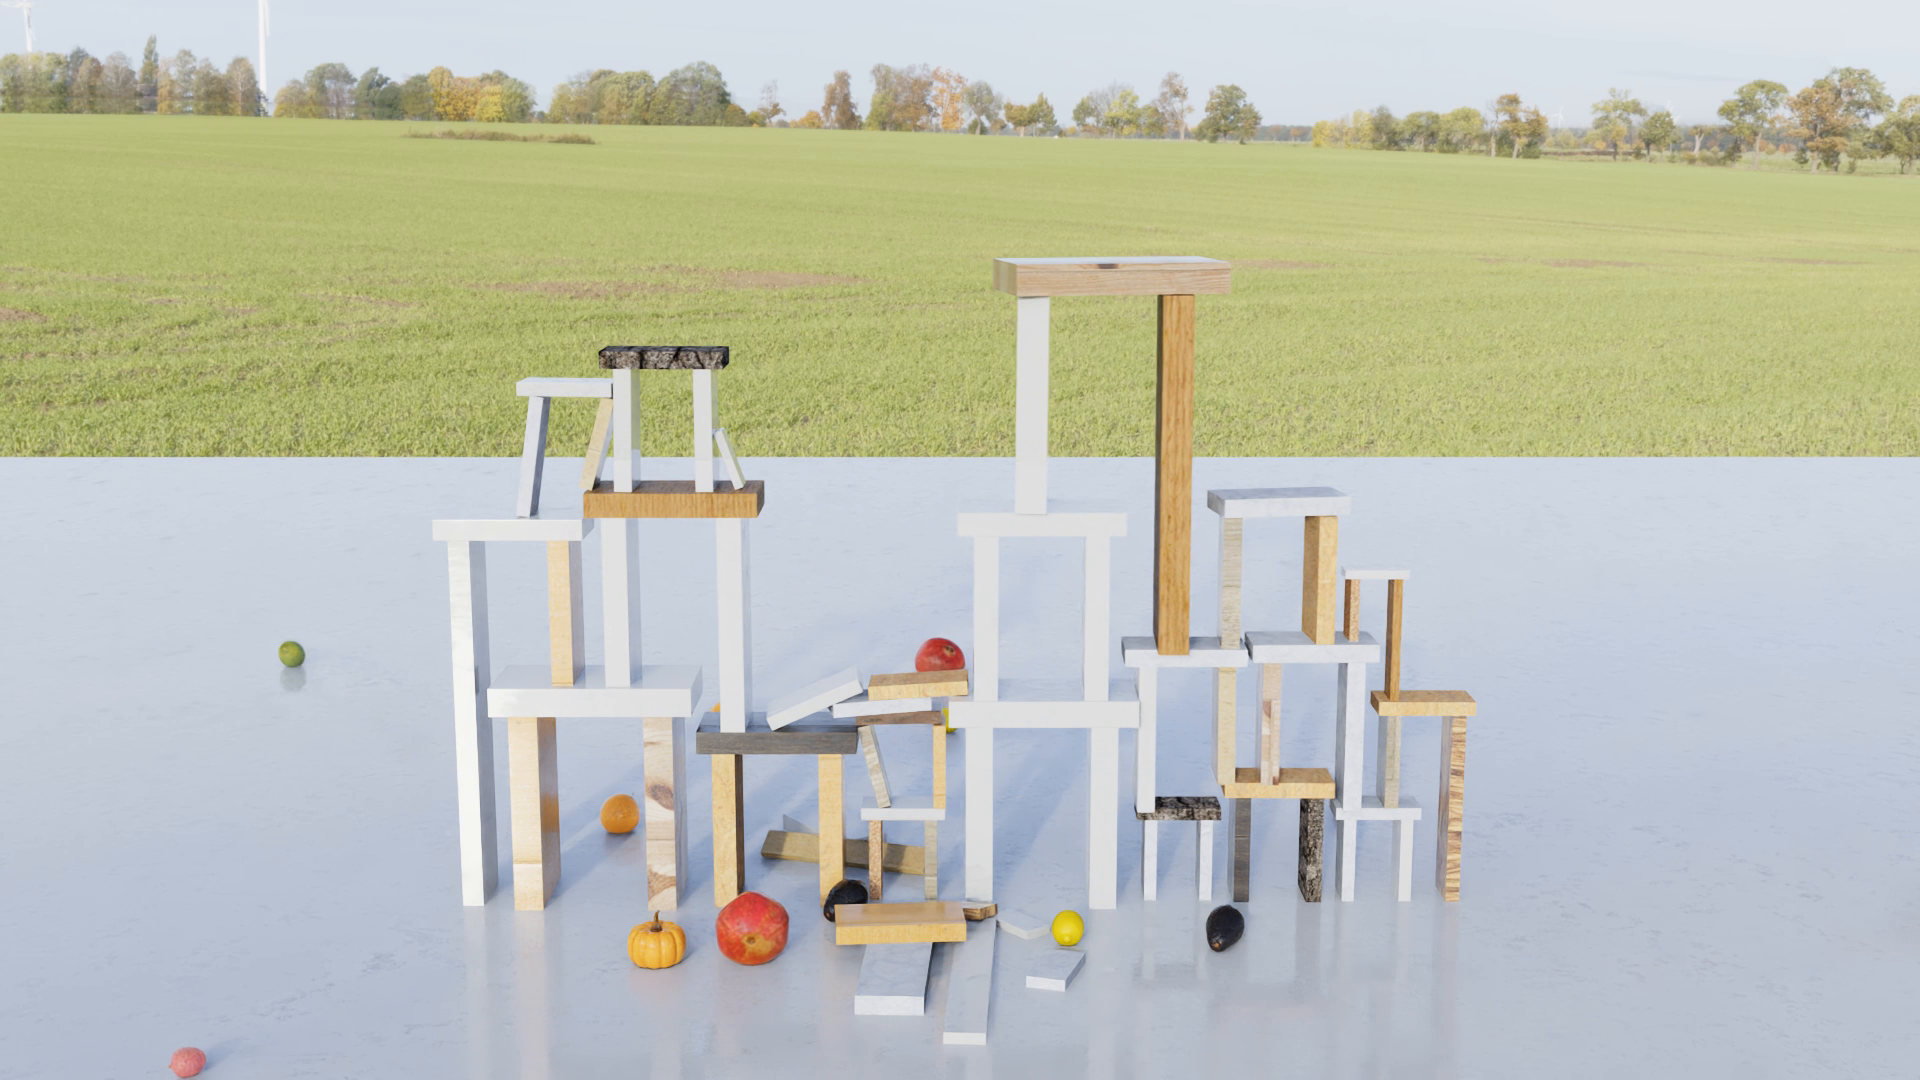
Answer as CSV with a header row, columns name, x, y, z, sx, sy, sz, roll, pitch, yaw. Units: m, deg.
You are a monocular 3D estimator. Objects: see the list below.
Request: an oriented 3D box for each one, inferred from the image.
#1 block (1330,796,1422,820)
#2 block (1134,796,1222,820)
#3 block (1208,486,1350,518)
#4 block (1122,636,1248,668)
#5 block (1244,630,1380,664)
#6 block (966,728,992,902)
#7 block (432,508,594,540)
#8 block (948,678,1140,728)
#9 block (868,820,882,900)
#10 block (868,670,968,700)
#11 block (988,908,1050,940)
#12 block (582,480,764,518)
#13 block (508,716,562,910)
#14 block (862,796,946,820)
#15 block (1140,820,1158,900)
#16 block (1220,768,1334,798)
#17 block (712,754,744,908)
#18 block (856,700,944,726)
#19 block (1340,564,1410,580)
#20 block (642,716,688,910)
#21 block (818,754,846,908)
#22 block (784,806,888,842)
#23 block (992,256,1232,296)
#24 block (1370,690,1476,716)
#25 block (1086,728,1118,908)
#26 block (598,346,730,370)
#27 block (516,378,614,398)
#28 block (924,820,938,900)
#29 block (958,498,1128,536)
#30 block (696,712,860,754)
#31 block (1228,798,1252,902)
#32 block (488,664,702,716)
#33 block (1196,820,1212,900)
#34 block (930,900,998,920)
name,x,y,z,sx,sy,sz,roll,pitch,yaw
block,0.687,0.443,3.641,0.140,0.020,0.070,0,11,0
block,0.360,0.445,3.644,0.138,0.020,0.069,0,11,0
block,0.515,-0.061,3.560,0.208,0.029,0.104,-2,11,-9
block,0.365,0.182,3.590,0.197,0.028,0.099,0,11,0
block,0.573,0.174,3.589,0.204,0.029,0.102,0,11,-1
block,0.031,0.439,3.644,0.043,0.306,0.153,0,11,0
block,-0.720,-0.026,3.556,0.238,0.034,0.119,0,11,0
block,0.135,0.267,3.612,0.306,0.043,0.153,0,11,0
block,-0.140,0.522,3.660,0.020,0.138,0.069,0,11,0
block,-0.067,0.237,3.609,0.161,0.023,0.081,-3,11,2
block,0.093,0.613,3.509,0.048,0.014,0.096,-8,13,-38
block,-0.459,-0.067,3.552,0.275,0.039,0.138,0,11,0
block,-0.703,0.430,3.641,0.046,0.326,0.163,0,11,0
block,-0.093,0.444,3.645,0.138,0.020,0.069,0,11,0
block,0.314,0.522,3.658,0.020,0.138,0.069,0,11,0
block,0.523,0.401,3.635,0.179,0.025,0.090,0,11,1
block,-0.384,0.463,3.646,0.037,0.259,0.130,0,11,0
block,-0.099,0.284,3.619,0.140,0.020,0.070,-1,11,2
block,0.673,0.052,3.569,0.103,0.015,0.051,0,11,1
block,-0.486,0.430,3.641,0.046,0.326,0.163,0,11,0
block,-0.211,0.463,3.646,0.037,0.259,0.130,0,11,0
block,-0.226,0.523,3.955,0.099,0.028,0.199,-7,13,-33
block,0.239,-0.420,3.494,0.344,0.049,0.172,-2,11,-11
block,0.760,0.267,3.610,0.158,0.022,0.079,0,11,0
block,0.234,0.439,3.644,0.043,0.306,0.153,0,11,1
block,-0.471,-0.291,3.508,0.195,0.028,0.098,0,11,0
block,-0.624,-0.244,3.511,0.151,0.021,0.076,1,11,3
block,-0.048,0.522,3.660,0.020,0.138,0.069,0,11,0
block,0.131,-0.036,3.550,0.269,0.038,0.135,0,11,0
block,-0.297,0.317,3.619,0.259,0.037,0.130,0,11,0
block,0.464,0.501,3.655,0.025,0.179,0.090,0,11,0
block,-0.595,0.247,3.607,0.326,0.046,0.163,0,11,0
block,0.406,0.522,3.659,0.020,0.138,0.069,0,11,0
block,-0.006,0.594,3.536,0.119,0.017,0.059,-2,-1,30
